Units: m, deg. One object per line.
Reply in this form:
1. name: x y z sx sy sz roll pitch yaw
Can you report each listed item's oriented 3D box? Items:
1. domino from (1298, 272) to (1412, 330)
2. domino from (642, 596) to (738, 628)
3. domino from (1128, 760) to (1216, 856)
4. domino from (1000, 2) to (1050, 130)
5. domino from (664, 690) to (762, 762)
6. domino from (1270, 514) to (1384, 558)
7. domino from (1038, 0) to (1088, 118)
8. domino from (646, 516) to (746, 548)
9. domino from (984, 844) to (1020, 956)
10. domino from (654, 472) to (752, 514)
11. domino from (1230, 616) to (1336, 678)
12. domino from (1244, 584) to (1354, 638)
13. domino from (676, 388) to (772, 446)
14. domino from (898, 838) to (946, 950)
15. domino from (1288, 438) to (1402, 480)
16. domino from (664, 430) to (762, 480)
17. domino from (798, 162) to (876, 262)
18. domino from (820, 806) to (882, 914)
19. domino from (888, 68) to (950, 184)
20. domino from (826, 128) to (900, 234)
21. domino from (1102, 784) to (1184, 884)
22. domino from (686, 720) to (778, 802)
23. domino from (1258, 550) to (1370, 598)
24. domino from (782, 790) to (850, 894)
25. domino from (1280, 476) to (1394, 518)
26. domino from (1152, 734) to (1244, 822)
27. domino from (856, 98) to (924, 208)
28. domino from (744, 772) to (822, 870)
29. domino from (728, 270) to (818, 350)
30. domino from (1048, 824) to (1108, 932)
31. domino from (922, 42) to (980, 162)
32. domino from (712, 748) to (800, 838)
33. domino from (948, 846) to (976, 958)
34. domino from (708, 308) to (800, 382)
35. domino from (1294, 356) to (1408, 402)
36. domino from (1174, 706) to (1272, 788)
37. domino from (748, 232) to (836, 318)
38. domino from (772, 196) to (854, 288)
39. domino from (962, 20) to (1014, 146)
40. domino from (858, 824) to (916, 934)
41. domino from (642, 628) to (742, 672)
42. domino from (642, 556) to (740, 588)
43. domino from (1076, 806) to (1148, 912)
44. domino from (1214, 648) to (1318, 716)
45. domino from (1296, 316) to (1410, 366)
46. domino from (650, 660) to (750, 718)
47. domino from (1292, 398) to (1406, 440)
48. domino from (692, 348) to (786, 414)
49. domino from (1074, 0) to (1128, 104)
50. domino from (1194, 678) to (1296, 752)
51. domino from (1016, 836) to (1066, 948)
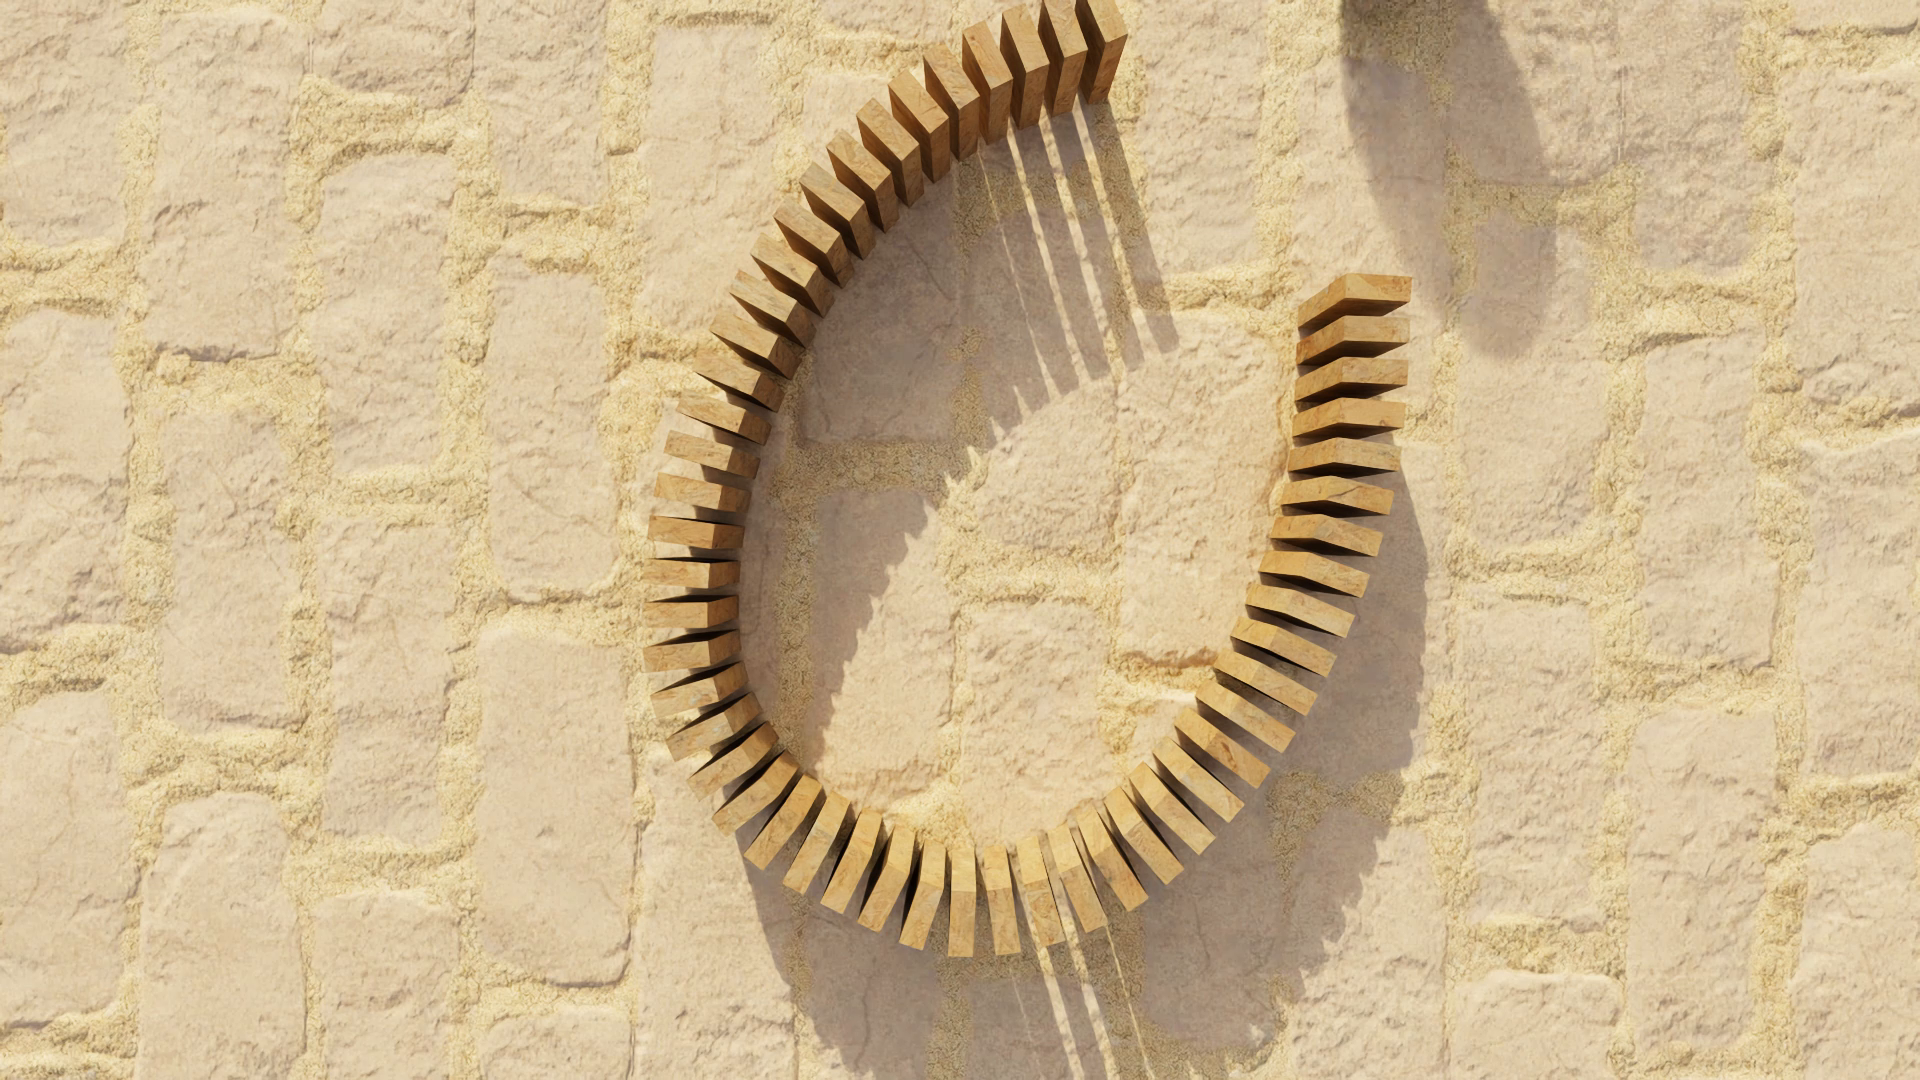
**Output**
1. domino: 0.160 -0.097 0.375 0.025 0.050 0.010 4 90 0
2. domino: -0.109 0.029 0.375 0.025 0.050 0.010 0 90 0
3. domino: 0.086 0.108 0.375 0.025 0.050 0.009 44 90 0
4. domino: 0.025 -0.192 0.375 0.010 0.050 0.025 -22 90 0
5. domino: -0.100 0.075 0.375 0.025 0.050 0.010 -25 90 0
6. domino: 0.149 -0.002 0.375 0.025 0.050 0.009 17 90 0
7. domino: 0.040 -0.198 0.375 0.010 0.050 0.025 -20 90 0
8. domino: -0.107 -0.003 0.375 0.025 0.050 0.010 8 90 0
9. domino: 0.017 0.146 0.375 0.009 0.050 0.025 -8 90 0
10. domino: -0.104 -0.019 0.375 0.025 0.050 0.010 12 90 0
11. domino: 0.131 0.043 0.375 0.025 0.050 0.010 26 90 0
12. domino: 0.138 0.028 0.375 0.025 0.050 0.009 23 90 0
13. domino: -0.095 -0.050 0.375 0.025 0.050 0.010 20 90 0
14. domino: -0.015 0.143 0.375 0.010 0.050 0.025 19 90 0
15. domino: 0.156 -0.033 0.375 0.025 0.050 0.010 8 90 0
16. domino: -0.100 -0.034 0.375 0.025 0.050 0.009 16 90 0
17. domino: -0.049 -0.133 0.375 0.025 0.050 0.010 39 90 0
18. domino: -0.044 0.130 0.375 0.010 0.050 0.025 26 90 0
19. domino: -0.016 -0.168 0.375 0.010 0.050 0.025 -40 90 0
20. domino: -0.039 -0.145 0.375 0.025 0.050 0.009 42 90 0
21. domino: 0.074 0.119 0.375 0.009 0.050 0.025 -41 90 0
22. domino: -0.092 0.089 0.375 0.025 0.050 0.010 -33 90 0
23. domino: 0.143 0.013 0.375 0.025 0.050 0.009 20 90 0
24. domino: -0.058 0.122 0.375 0.009 0.050 0.025 29 90 0
25. domino: 0.153 -0.017 0.375 0.025 0.050 0.009 14 90 0
26. domino: 0.096 0.096 0.375 0.025 0.050 0.010 40 90 0
27. domino: -0.028 -0.157 0.375 0.009 0.050 0.025 -45 90 0
28. domino: -0.071 0.114 0.375 0.009 0.050 0.025 39 90 0
29. domino: -0.076 -0.093 0.375 0.025 0.050 0.010 29 90 0
30. domino: 0.047 0.137 0.375 0.009 0.050 0.025 -24 90 0
31. domino: -0.003 -0.178 0.375 0.010 0.050 0.025 -34 90 0
32. domino: -0.082 0.102 0.375 0.025 0.050 0.010 -38 90 0
33. domino: 0.001 0.147 0.375 0.010 0.050 0.025 3 90 0
34. domino: -0.083 -0.079 0.375 0.025 0.050 0.009 26 90 0
35. domino: 0.159 -0.065 0.375 0.025 0.050 0.010 3 90 0
36. domino: 0.106 0.084 0.375 0.025 0.050 0.009 37 90 0
37. domino: -0.068 -0.107 0.375 0.025 0.050 0.009 32 90 0
38. domino: -0.059 -0.120 0.375 0.025 0.050 0.010 35 90 0
39. domino: 0.011 -0.186 0.375 0.010 0.050 0.025 -26 90 0
40. domino: -0.029 0.137 0.375 0.009 0.050 0.025 27 90 0
41. domino: -0.108 0.045 0.375 0.025 0.050 0.009 -6 90 0
42. domino: -0.108 0.013 0.375 0.025 0.050 0.009 4 90 0
43. domino: 0.061 0.129 0.375 0.009 0.050 0.025 -34 90 0
44. domino: 0.124 0.057 0.375 0.025 0.050 0.009 29 90 0
45. domino: 0.159 -0.081 0.375 0.025 0.050 0.009 2 90 0
46. domino: -0.105 0.060 0.375 0.025 0.050 0.009 -16 90 0
47. domino: 0.158 -0.049 0.375 0.025 0.050 0.009 5 90 0
48. domino: -0.089 -0.064 0.375 0.025 0.050 0.010 23 90 0
49. domino: 0.055 -0.203 0.375 0.009 0.050 0.025 -24 90 0
50. domino: 0.115 0.071 0.375 0.025 0.050 0.010 33 90 0
51. domino: 0.032 0.142 0.375 0.010 0.050 0.025 -16 90 0
